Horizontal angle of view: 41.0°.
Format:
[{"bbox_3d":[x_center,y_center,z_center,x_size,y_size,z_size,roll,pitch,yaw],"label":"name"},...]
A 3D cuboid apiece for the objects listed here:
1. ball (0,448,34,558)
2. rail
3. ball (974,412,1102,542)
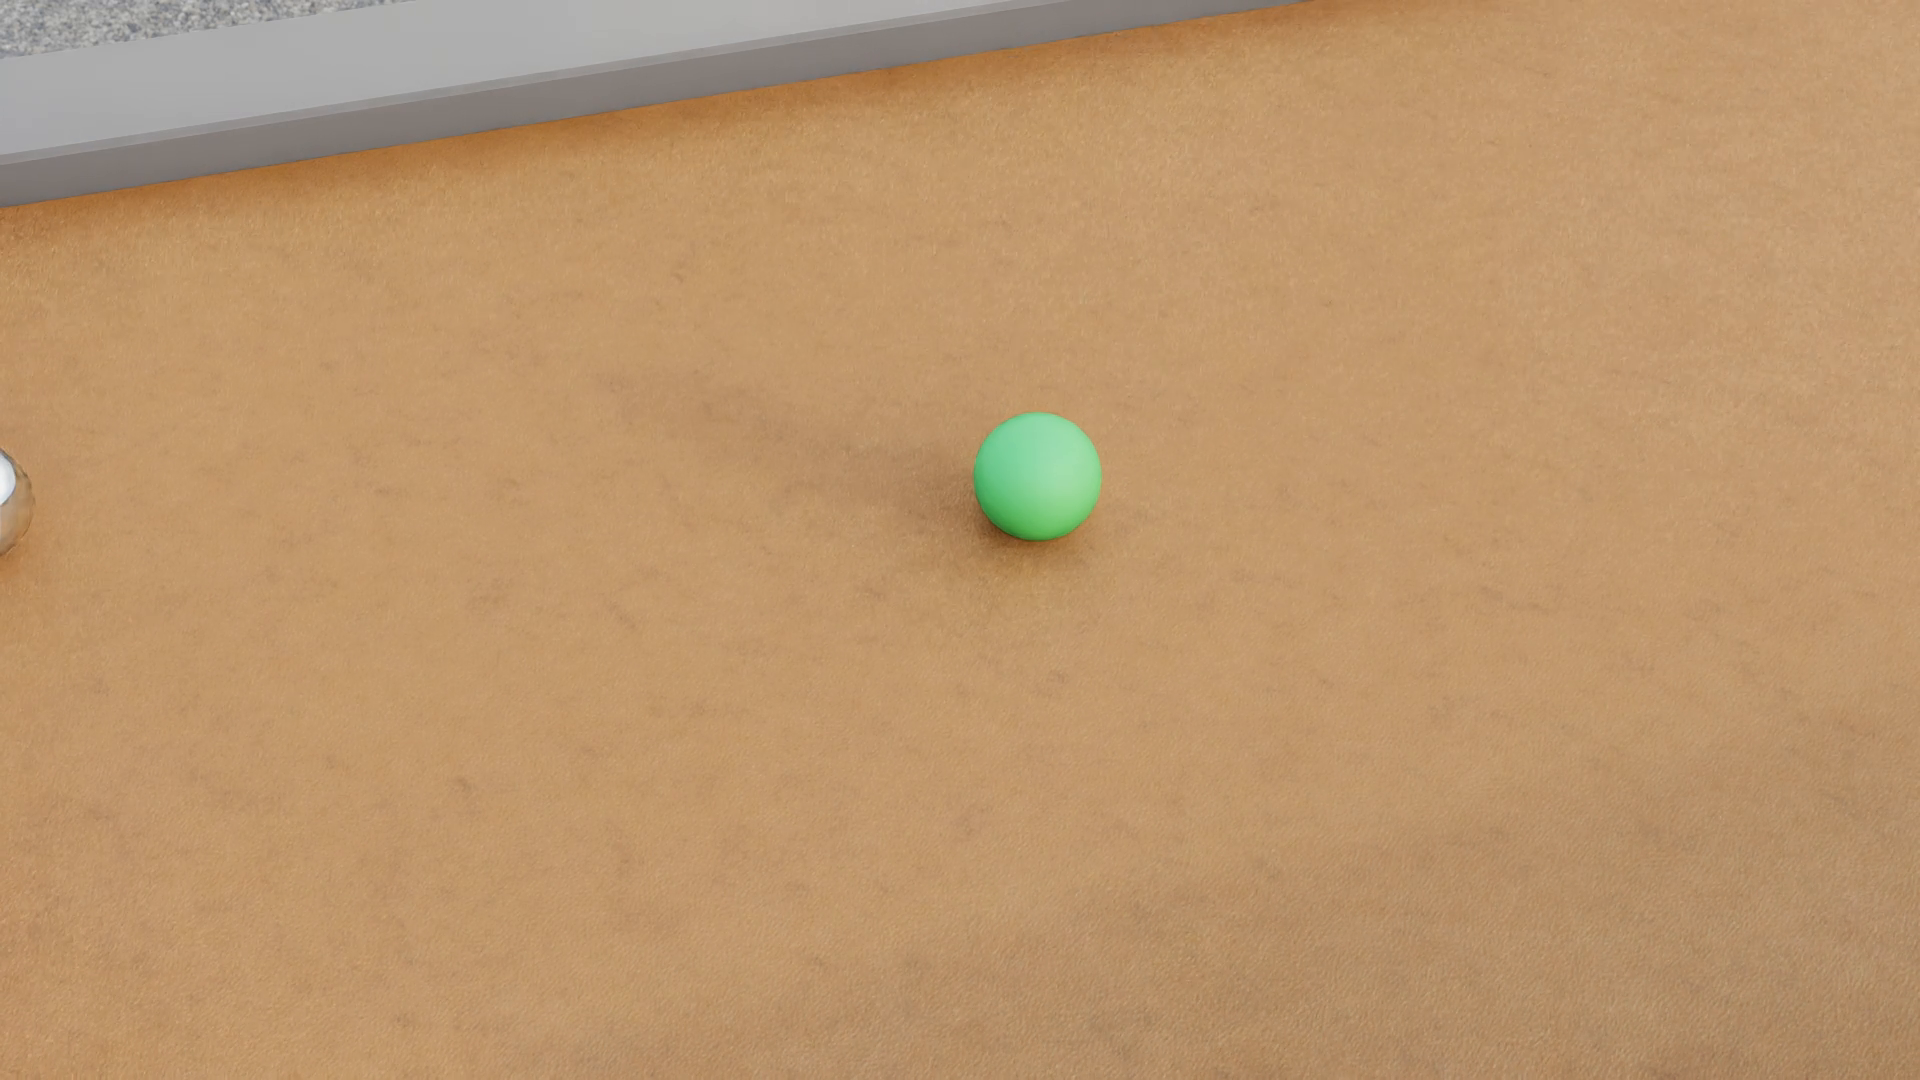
[{"bbox_3d":[-0.614,-0.023,1.585,0.079,0.079,0.079,0,35,0],"label":"ball"},{"bbox_3d":[0.360,-0.531,2.267,2.583,0.118,0.045,-12,37,-17],"label":"rail"},{"bbox_3d":[0.049,-0.040,1.608,0.081,0.081,0.081,0,35,0],"label":"ball"}]
